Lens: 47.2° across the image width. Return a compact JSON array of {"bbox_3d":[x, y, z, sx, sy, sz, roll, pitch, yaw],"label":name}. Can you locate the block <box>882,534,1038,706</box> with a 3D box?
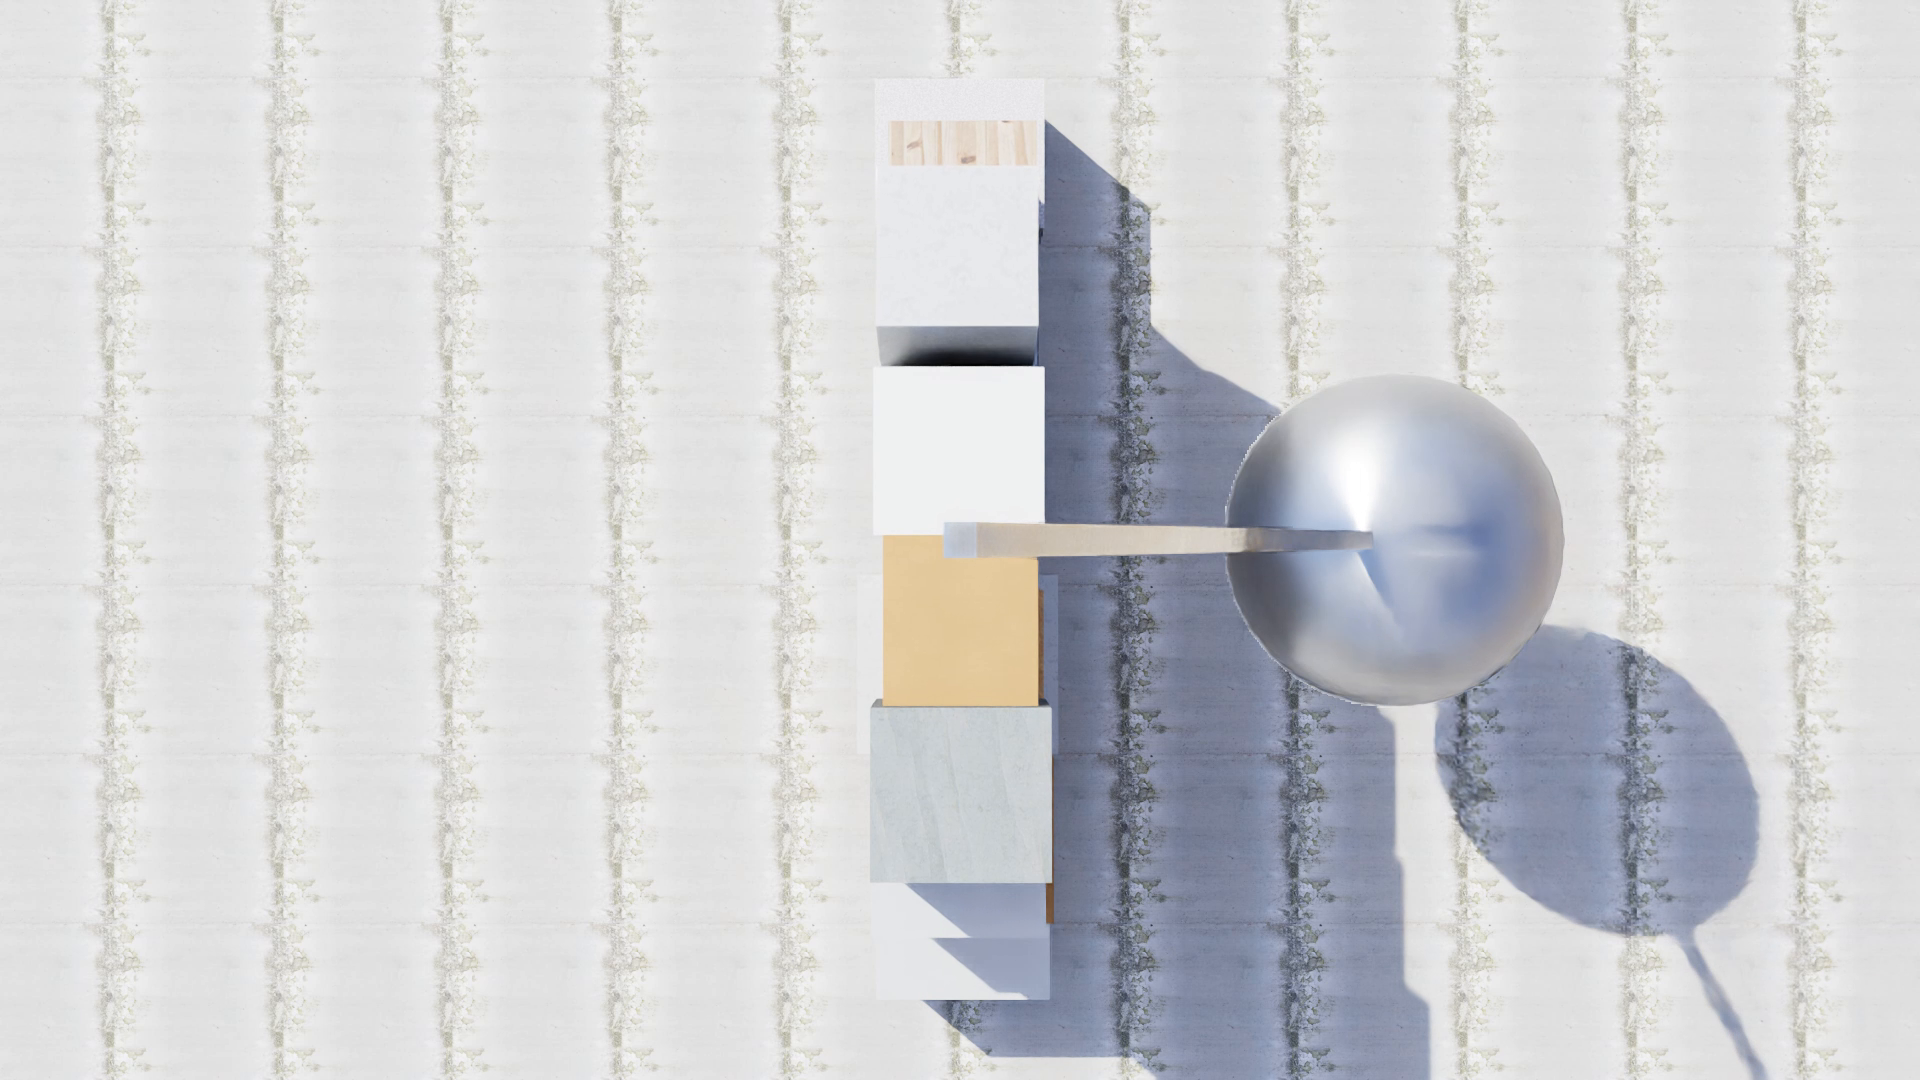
[{"bbox_3d":[0.002,0.359,10.089,0.683,0.801,0.753,0,89,0],"label":"block"}]

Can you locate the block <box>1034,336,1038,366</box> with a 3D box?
[{"bbox_3d":[-0.006,-0.773,10.941,0.763,0.649,0.690,0,90,0],"label":"block"}]

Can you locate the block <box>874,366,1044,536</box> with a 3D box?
[{"bbox_3d":[-0.005,-0.397,10.210,0.761,0.812,0.751,0,90,0],"label":"block"}]

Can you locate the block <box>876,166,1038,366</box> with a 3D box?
[{"bbox_3d":[-0.015,-1.232,10.203,0.719,0.838,0.750,0,79,0],"label":"block"}]

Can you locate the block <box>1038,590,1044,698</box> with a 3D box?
[{"bbox_3d":[0.019,0.655,10.891,0.761,0.810,0.820,0,89,0],"label":"block"}]

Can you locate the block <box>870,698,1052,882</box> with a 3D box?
[{"bbox_3d":[0.004,1.113,9.905,0.789,0.729,0.759,0,89,0],"label":"block"}]

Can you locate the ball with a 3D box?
[{"bbox_3d":[2.074,0.000,10.550,1.600,1.600,1.600,0,90,0],"label":"ball"}]

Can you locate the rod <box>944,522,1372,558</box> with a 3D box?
[{"bbox_3d":[0.899,0.000,7.359,0.080,5.200,0.080,0,90,20],"label":"rod"}]

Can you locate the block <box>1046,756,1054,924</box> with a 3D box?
[{"bbox_3d":[0.015,1.532,11.611,0.922,0.936,0.835,0,89,0],"label":"block"}]

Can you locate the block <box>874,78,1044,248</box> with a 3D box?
[{"bbox_3d":[-0.002,-2.116,12.515,0.926,0.970,0.815,0,90,0],"label":"block"}]

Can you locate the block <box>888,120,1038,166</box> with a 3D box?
[{"bbox_3d":[0.014,-1.631,11.017,0.729,0.607,0.753,0,79,0],"label":"block"}]

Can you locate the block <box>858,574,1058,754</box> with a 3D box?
[{"bbox_3d":[-0.012,0.645,11.725,1.031,0.858,0.921,0,89,0],"label":"block"}]

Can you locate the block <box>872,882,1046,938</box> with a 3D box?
[{"bbox_3d":[-0.005,1.466,10.704,0.813,0.881,0.789,0,89,0],"label":"block"}]

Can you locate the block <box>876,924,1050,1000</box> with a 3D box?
[{"bbox_3d":[0.017,2.075,12.539,0.954,0.922,0.897,0,90,0],"label":"block"}]
